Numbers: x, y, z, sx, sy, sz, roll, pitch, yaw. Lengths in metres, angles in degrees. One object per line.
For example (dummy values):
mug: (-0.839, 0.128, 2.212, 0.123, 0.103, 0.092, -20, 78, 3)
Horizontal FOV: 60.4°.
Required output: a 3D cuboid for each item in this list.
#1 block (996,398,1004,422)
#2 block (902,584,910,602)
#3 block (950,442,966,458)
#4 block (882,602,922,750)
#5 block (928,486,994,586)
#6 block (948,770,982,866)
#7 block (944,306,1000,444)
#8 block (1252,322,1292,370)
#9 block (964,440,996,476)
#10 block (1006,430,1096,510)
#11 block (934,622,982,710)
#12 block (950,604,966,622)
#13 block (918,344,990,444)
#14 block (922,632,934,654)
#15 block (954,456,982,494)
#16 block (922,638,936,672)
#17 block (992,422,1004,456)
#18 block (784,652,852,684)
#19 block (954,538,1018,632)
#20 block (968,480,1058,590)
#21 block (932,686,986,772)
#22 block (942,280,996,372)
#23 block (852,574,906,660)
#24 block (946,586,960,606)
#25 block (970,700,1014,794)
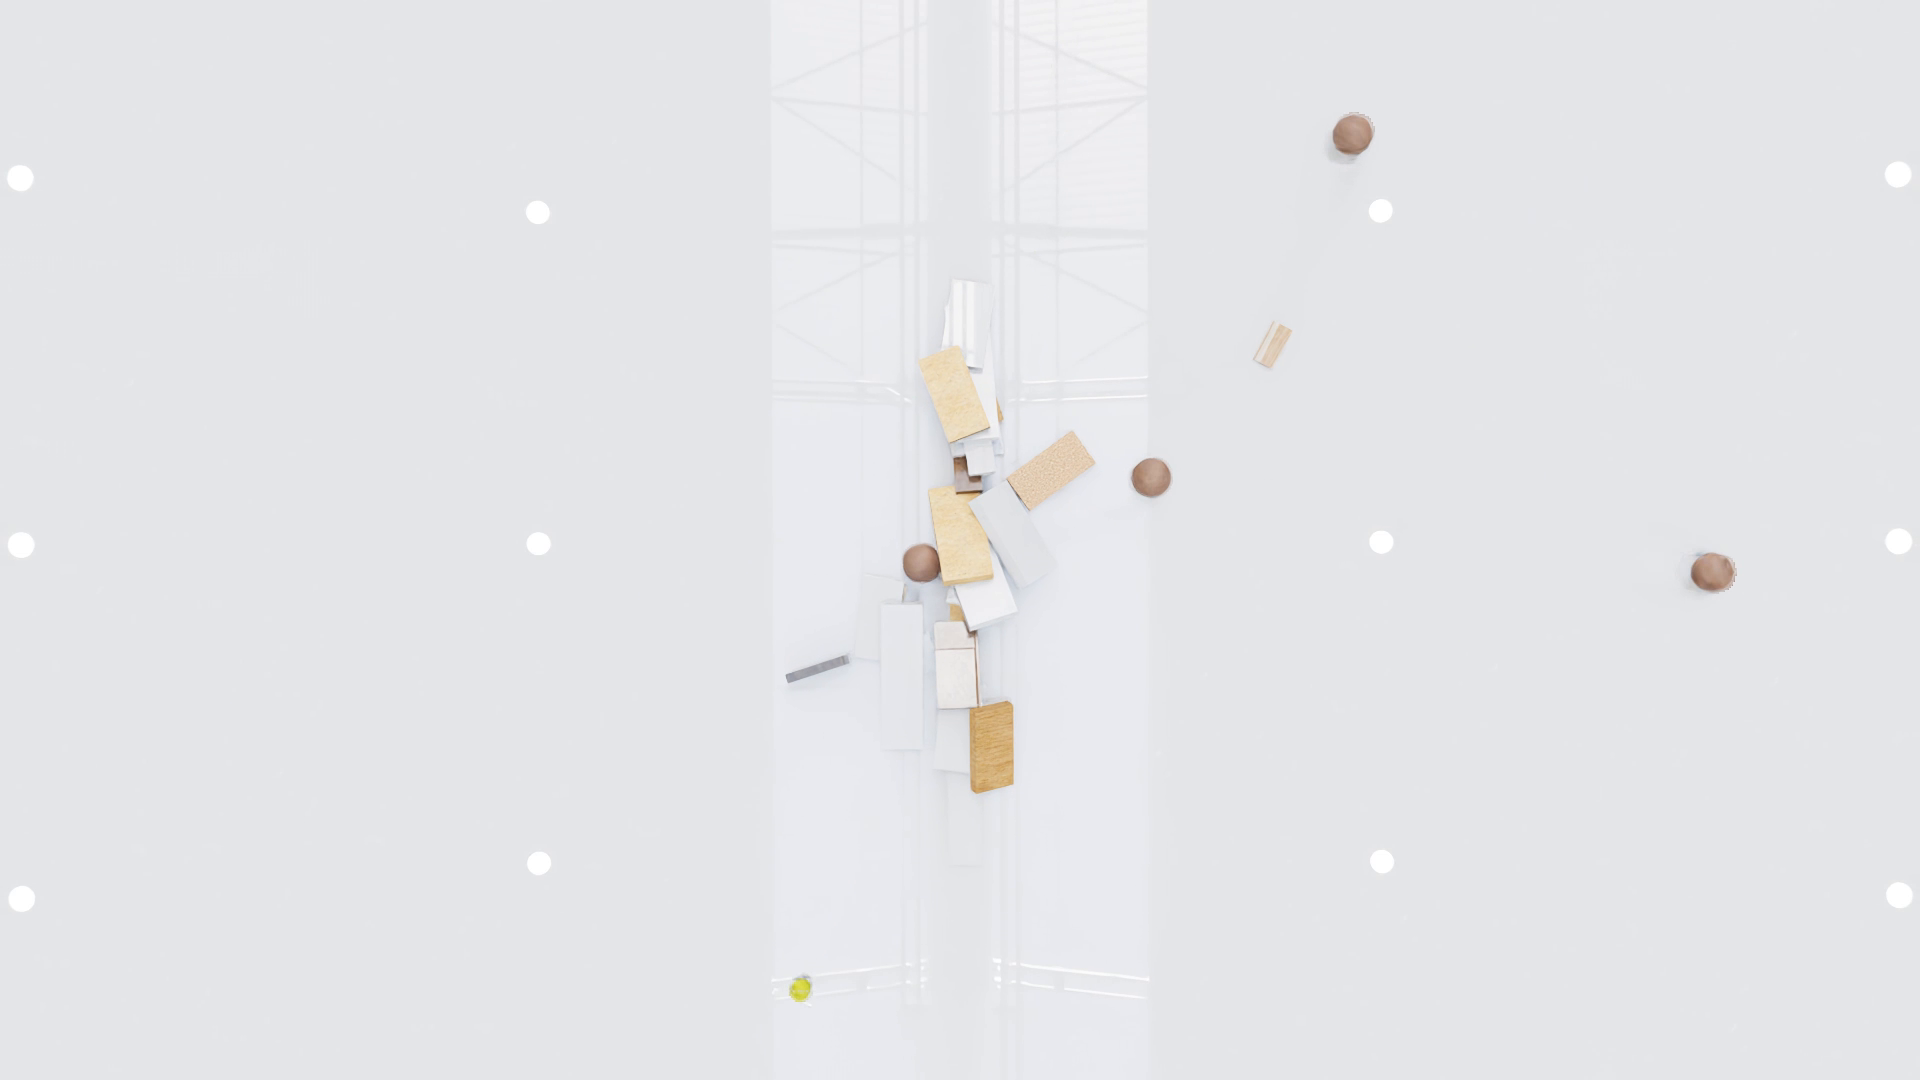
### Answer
block: (0.088, -0.456, 5.469, 0.072, 0.020, 0.144, -19, 90, 0)
block: (-0.217, 0.199, 5.492, 0.059, 0.017, 0.117, 21, 90, 0)
block: (0.006, -0.366, 5.466, 0.089, 0.025, 0.177, -8, 77, -1)
block: (-0.191, 0.449, 5.440, 0.135, 0.038, 0.488, 0, 100, 0)
block: (0.002, -0.021, 5.412, 0.165, 0.047, 0.330, -8, 68, -3)
block: (0.013, 0.808, 5.485, 0.107, 0.030, 0.540, -1, 90, 0)
block: (0.039, -0.552, 5.438, 0.143, 0.041, 0.461, -5, 80, 0)
block: (1.040, -0.649, 5.490, 0.072, 0.020, 0.144, 28, 90, 0)
block: (0.061, -0.302, 5.425, 0.089, 0.025, 0.177, -8, 77, -1)
block: (0.302, -0.230, 5.481, 0.271, 0.038, 0.135, -36, 90, 0)
block: (-0.008, 0.412, 5.423, 0.143, 0.040, 0.285, -2, 77, -2)
block: (0.001, 0.200, 5.490, 0.070, 0.020, 0.140, 1, 90, 0)
block: (-0.019, -0.474, 5.359, 0.143, 0.041, 0.286, -21, 88, 2)
block: (-0.149, 0.356, 5.461, 0.117, 0.017, 0.059, -23, 90, 0)
block: (0.024, -0.241, 5.458, 0.089, 0.025, 0.177, -5, 70, 0)
block: (-0.072, 0.377, 5.485, 0.214, 0.030, 0.107, -11, 90, 0)
block: (0.083, -0.453, 5.490, 0.072, 0.020, 0.346, -9, 90, 0)
block: (-0.466, 0.422, 5.446, 0.214, 0.107, 0.030, -18, 90, 0)
block: (0.055, 0.119, 5.407, 0.165, 0.047, 0.330, -18, 69, -7)
block: (0.175, -0.018, 5.426, 0.165, 0.047, 0.330, -31, 90, -44)
block: (-0.001, 0.618, 5.449, 0.143, 0.040, 0.285, 7, 90, 0)
block: (0.025, -0.706, 5.426, 0.143, 0.041, 0.286, 8, 80, 2)
block: (-0.270, 0.260, 5.466, 0.135, 0.038, 0.271, 9, 96, 1)
block: (0.004, 0.145, 5.436, 0.070, 0.020, 0.140, 11, 71, 5)
block: (0.104, 0.680, 5.409, 0.143, 0.040, 0.285, -10, 109, -27)
